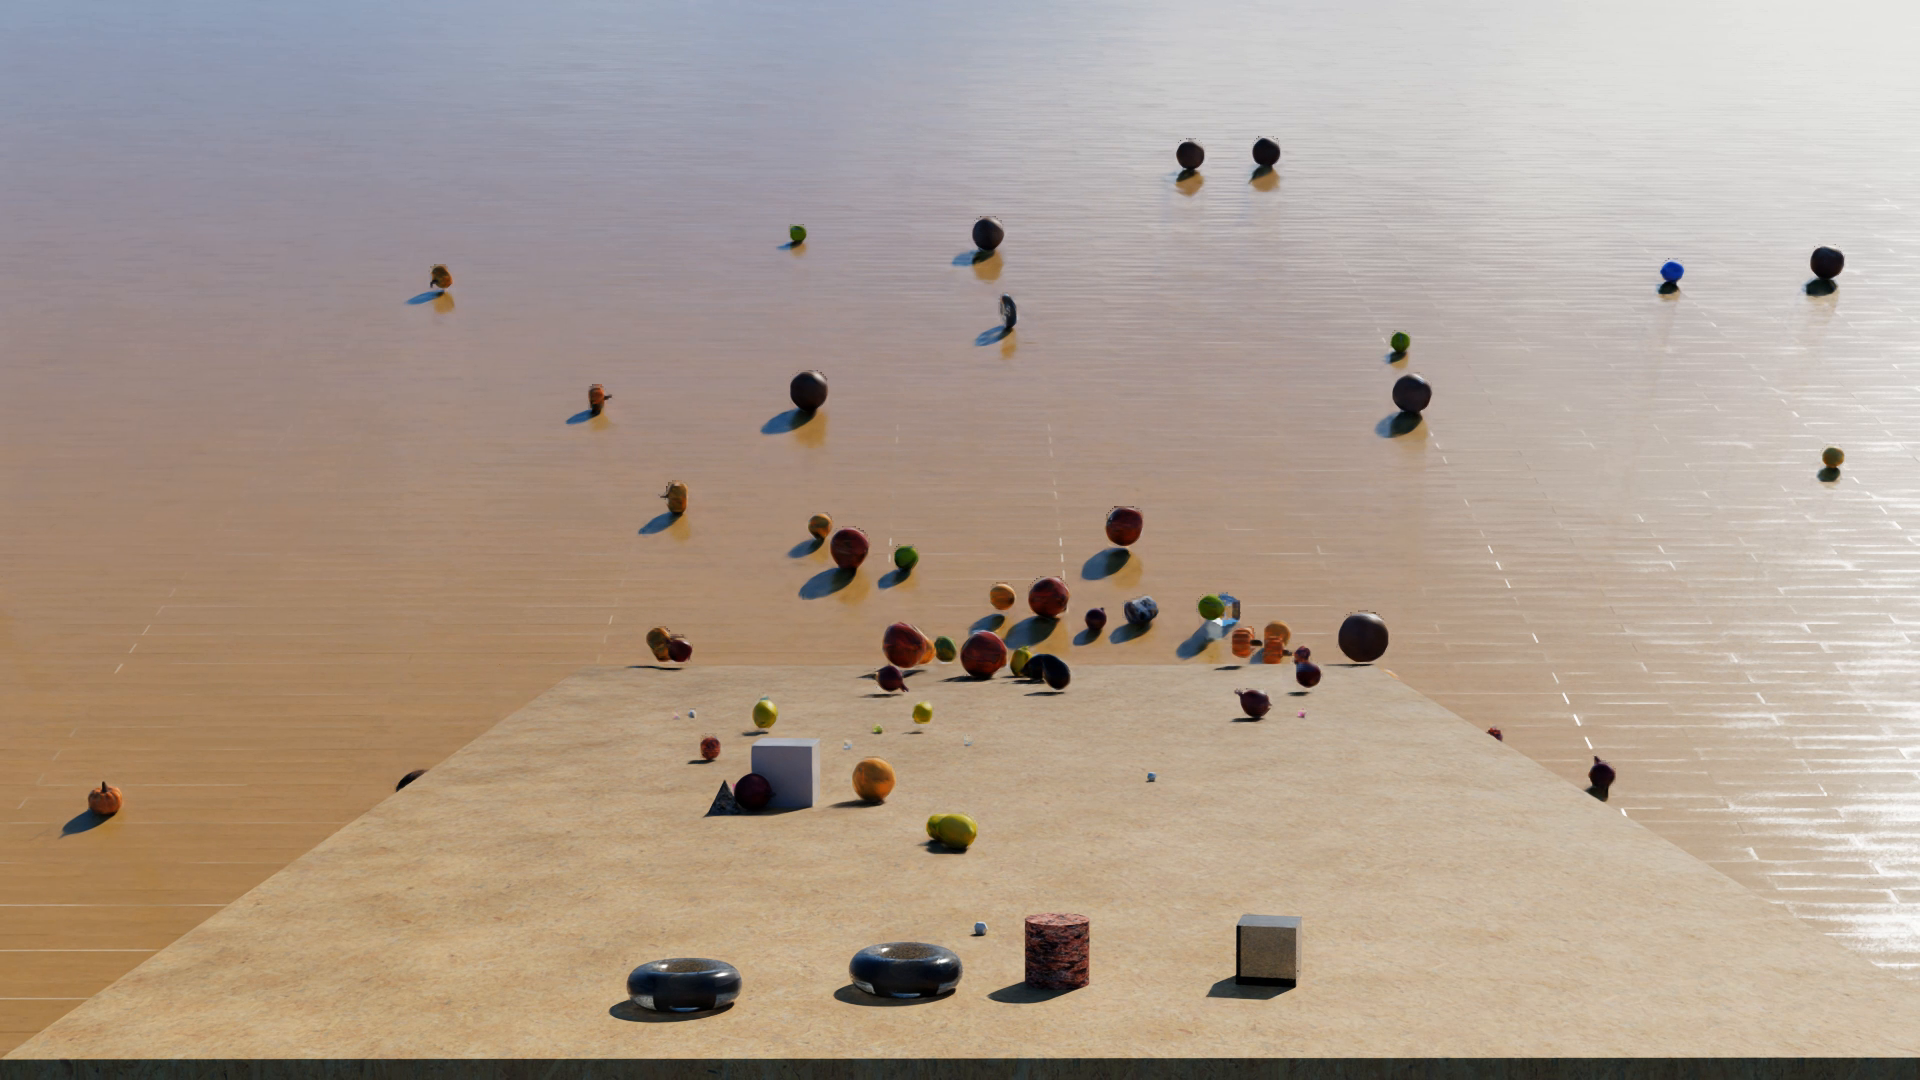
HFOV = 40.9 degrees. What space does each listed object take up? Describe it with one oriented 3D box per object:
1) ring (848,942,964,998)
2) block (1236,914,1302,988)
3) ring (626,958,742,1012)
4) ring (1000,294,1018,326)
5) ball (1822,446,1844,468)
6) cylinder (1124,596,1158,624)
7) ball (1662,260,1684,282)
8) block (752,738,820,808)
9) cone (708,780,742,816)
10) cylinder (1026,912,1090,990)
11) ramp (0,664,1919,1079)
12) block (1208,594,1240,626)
[{"bbox_3d":[-0.060,0.475,2.841,0.127,0.042,0.127,1,4,0],"label":"ring"},{"bbox_3d":[0.347,0.460,2.883,0.066,0.066,0.066,1,3,13],"label":"block"},{"bbox_3d":[-0.297,0.479,2.770,0.125,0.042,0.125,0,2,0],"label":"ring"},{"bbox_3d":[0.179,-0.846,9.479,0.040,0.121,0.121,-14,25,-12],"label":"ring"},{"bbox_3d":[2.755,-0.262,8.114,0.068,0.068,0.068,0,22,0],"label":"ball"},{"bbox_3d":[0.493,0.192,7.000,0.065,0.065,0.065,-16,27,-34],"label":"cylinder"},{"bbox_3d":[2.774,-1.045,10.016,0.085,0.085,0.085,0,22,0],"label":"ball"},{"bbox_3d":[-0.284,0.380,4.208,0.099,0.099,0.099,0,3,4],"label":"block"},{"bbox_3d":[-0.375,0.408,4.101,0.054,0.054,0.054,0,3,0],"label":"cone"},{"bbox_3d":[0.108,0.458,2.868,0.072,0.072,0.072,0,3,0],"label":"cylinder"},{"bbox_3d":[0.051,0.464,4.534,2.000,0.100,4.000,0,3,0],"label":"ramp"},{"bbox_3d":[0.720,0.190,7.011,0.061,0.061,0.061,-16,27,-35],"label":"block"}]
